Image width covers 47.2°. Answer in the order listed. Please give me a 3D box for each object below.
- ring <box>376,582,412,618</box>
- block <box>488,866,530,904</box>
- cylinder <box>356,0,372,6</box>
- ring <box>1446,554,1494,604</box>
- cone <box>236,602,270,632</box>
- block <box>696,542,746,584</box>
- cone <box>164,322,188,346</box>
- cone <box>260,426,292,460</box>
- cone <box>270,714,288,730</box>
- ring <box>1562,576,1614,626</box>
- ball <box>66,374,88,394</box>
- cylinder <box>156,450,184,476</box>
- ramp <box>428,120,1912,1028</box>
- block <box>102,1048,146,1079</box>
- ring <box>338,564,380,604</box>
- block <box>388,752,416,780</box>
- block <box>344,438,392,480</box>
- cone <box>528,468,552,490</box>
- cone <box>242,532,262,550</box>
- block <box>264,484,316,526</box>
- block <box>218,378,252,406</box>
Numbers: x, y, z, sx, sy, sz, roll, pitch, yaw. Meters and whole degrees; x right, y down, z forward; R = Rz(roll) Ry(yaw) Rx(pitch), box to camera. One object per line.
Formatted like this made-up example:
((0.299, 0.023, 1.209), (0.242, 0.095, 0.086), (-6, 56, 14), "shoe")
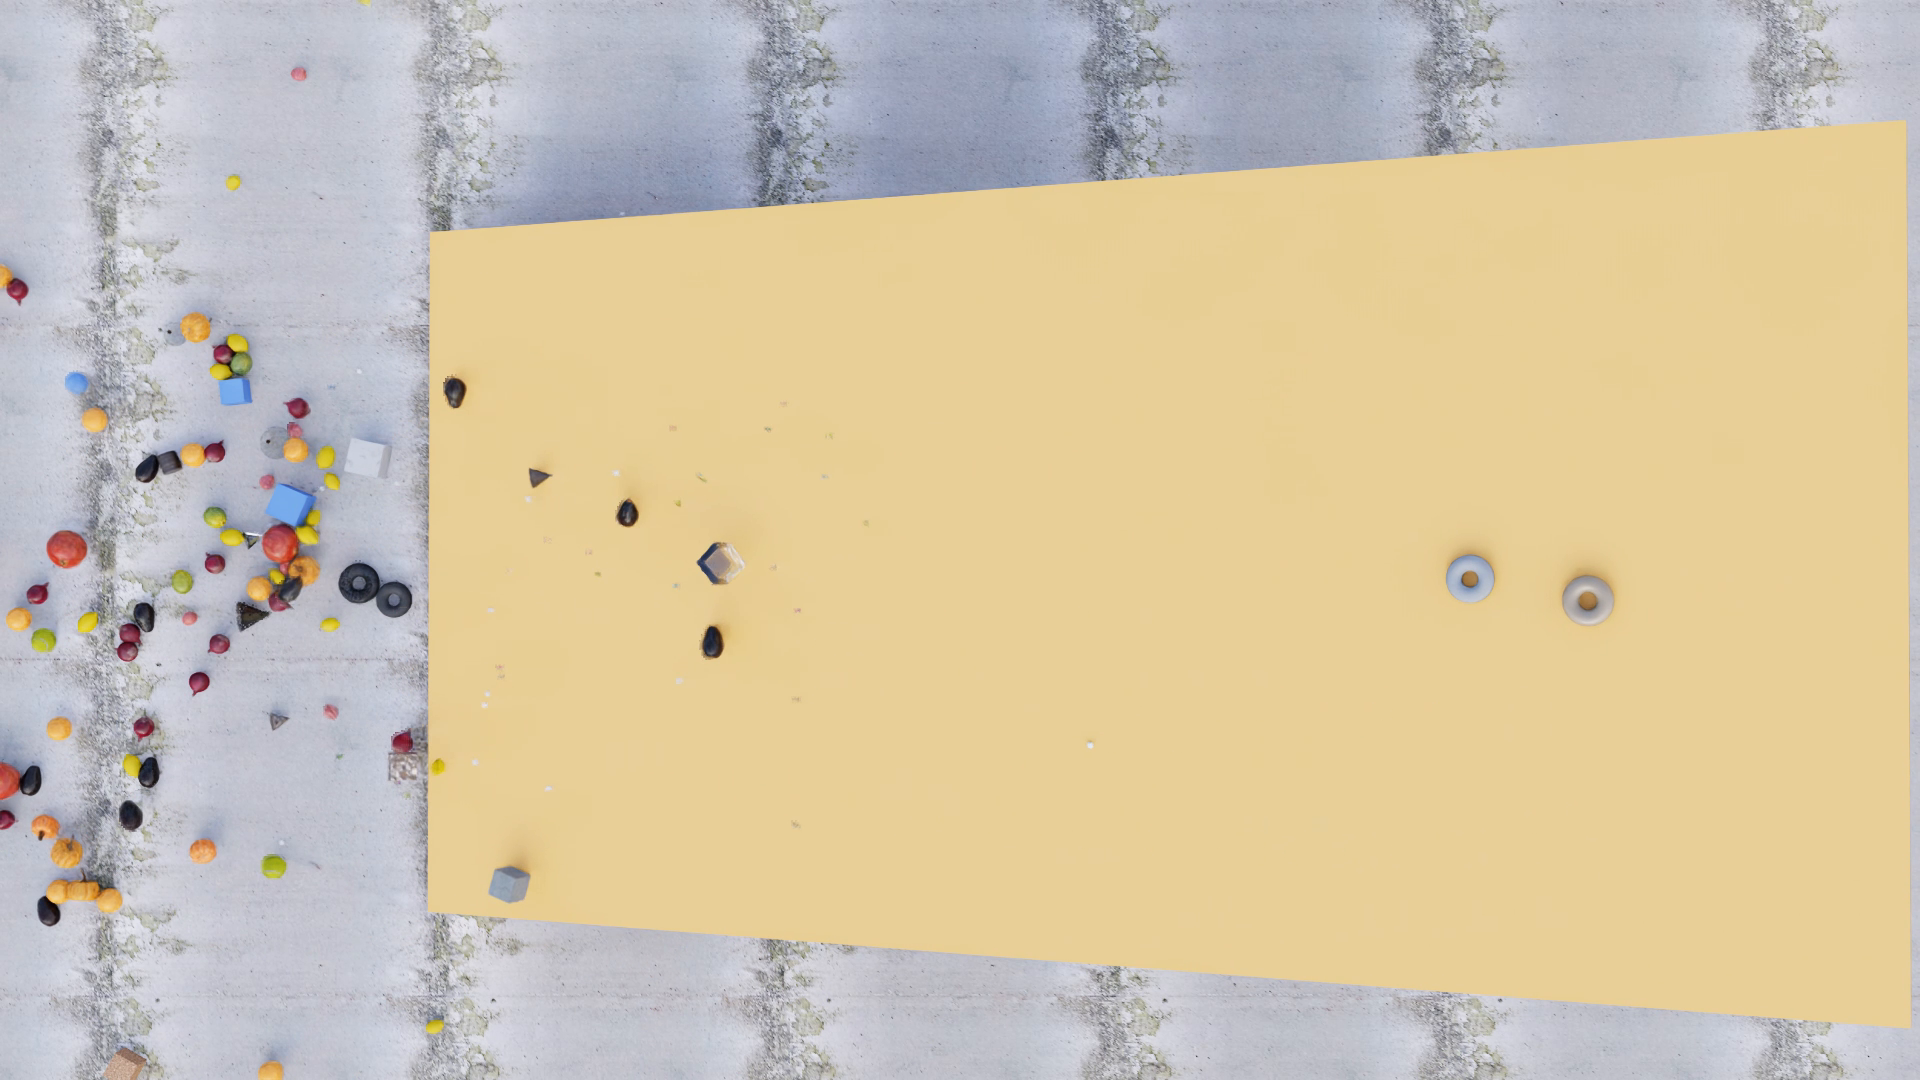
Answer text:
((-1.685, 0.178, 6.547), (0.108, 0.036, 0.108), (0, 90, 0), "ring")
((-1.291, 0.987, 6.300), (0.076, 0.076, 0.076), (19, 97, 23), "block")
((-1.778, -1.635, 6.554), (0.062, 0.062, 0.062), (21, 88, 0), "cylinder")
((1.209, 0.092, 5.213), (0.116, 0.039, 0.116), (-1, 88, 25), "ring")
((-2.098, 0.225, 6.543), (0.093, 0.093, 0.093), (-5, 89, -27), "cone")
((-0.653, 0.063, 6.023), (0.081, 0.081, 0.081), (-46, 72, 17), "block")
((-2.344, -0.616, 6.537), (0.074, 0.074, 0.074), (0, 89, 0), "cone")
((-2.043, -0.291, 6.520), (0.099, 0.099, 0.099), (0, 89, 0), "cone")
((-2.022, 0.536, 6.548), (0.054, 0.054, 0.054), (-12, 89, -27), "cone")
((1.457, 0.141, 5.101), (0.120, 0.040, 0.120), (0, 90, 23), "ring")
((-2.626, -0.465, 6.541), (0.062, 0.062, 0.062), (0, 89, 0), "ball")
((-2.350, -0.230, 6.541), (0.057, 0.057, 0.057), (-27, 99, 0), "cylinder")
((0.283, 0.083, 5.703), (4.000, 0.100, 2.000), (0, 89, 24), "ramp")
((-2.472, 1.562, 6.510), (0.076, 0.076, 0.076), (30, 89, 0), "block")
((-1.788, 0.129, 6.545), (0.122, 0.041, 0.122), (0, 88, -1), "ring")
((-1.651, 0.669, 6.510), (0.076, 0.076, 0.076), (1, 89, -18), "block")
((-1.753, -0.241, 6.519), (0.099, 0.099, 0.099), (12, 89, 0), "block")
((-1.198, -0.181, 6.299), (0.061, 0.061, 0.061), (-10, 89, -3), "cone")
((-2.101, -0.005, 6.554), (0.055, 0.055, 0.055), (-17, 89, -27), "cone")
((-1.983, -0.103, 6.519), (0.096, 0.096, 0.096), (24, 89, 0), "block")
((-2.154, -0.440, 6.537), (0.069, 0.069, 0.069), (-7, 89, 0), "block")
